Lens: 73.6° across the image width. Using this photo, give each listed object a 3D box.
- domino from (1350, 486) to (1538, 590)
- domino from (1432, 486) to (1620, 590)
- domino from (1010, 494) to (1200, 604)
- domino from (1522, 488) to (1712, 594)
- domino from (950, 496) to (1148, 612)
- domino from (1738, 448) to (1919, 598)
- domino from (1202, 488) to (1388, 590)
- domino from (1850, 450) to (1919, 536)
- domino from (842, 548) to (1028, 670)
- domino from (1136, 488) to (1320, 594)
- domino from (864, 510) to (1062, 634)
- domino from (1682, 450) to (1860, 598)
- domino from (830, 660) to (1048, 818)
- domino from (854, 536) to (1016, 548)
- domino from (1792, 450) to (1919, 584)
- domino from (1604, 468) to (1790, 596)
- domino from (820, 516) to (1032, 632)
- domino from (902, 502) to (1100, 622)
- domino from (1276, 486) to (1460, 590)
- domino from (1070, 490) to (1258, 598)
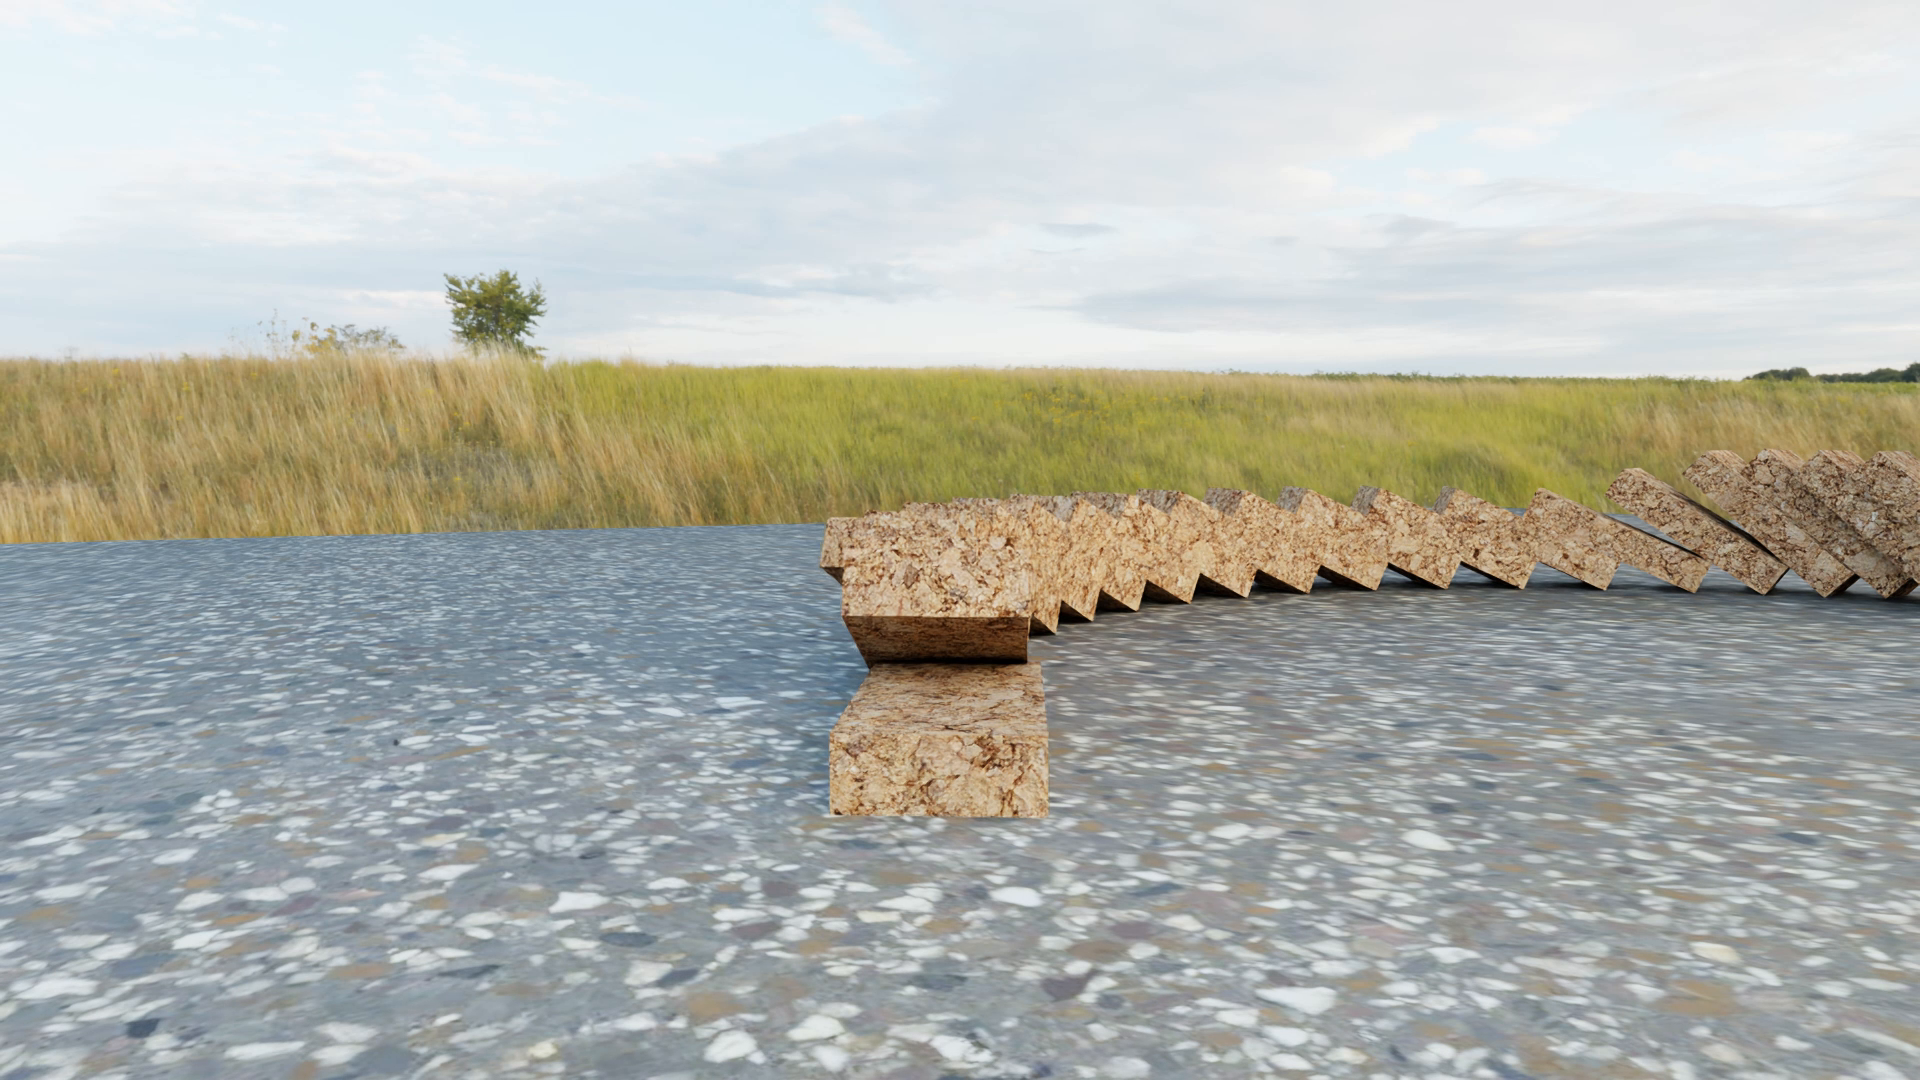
[{"bbox_3d":[0.145,-0.001,0.388,0.050,0.009,0.025,25,5,2],"label":"domino"},{"bbox_3d":[0.170,-0.001,0.388,0.050,0.010,0.025,26,9,9],"label":"domino"},{"bbox_3d":[0.037,0.003,0.336,0.050,0.009,0.025,28,-14,-37],"label":"domino"},{"bbox_3d":[0.196,-0.001,0.385,0.050,0.010,0.025,28,16,22],"label":"domino"},{"bbox_3d":[0.022,0.004,0.318,0.025,0.009,0.050,4,-19,44],"label":"domino"},{"bbox_3d":[0.250,-0.005,0.366,0.025,0.009,0.050,-2,46,-42],"label":"domino"},{"bbox_3d":[0.097,-0.001,0.377,0.050,0.009,0.025,25,-2,-14],"label":"domino"},{"bbox_3d":[0.264,-0.003,0.338,0.025,0.009,0.050,-3,47,-38],"label":"domino"},{"bbox_3d":[-0.002,0.014,0.196,0.025,0.010,0.050,0,-18,3],"label":"domino"},{"bbox_3d":[0.075,0.000,0.368,0.050,0.009,0.025,25,-4,-19],"label":"domino"},{"bbox_3d":[0.001,0.008,0.273,0.025,0.010,0.050,2,-19,25],"label":"domino"},{"bbox_3d":[0.237,-0.006,0.373,0.025,0.009,0.050,-4,48,-45],"label":"domino"},{"bbox_3d":[-0.001,0.025,0.171,0.025,0.010,0.050,0,4,3],"label":"domino"},{"bbox_3d":[-0.003,0.012,0.222,0.025,0.009,0.050,0,-18,3],"label":"domino"},{"bbox_3d":[0.256,-0.004,0.351,0.025,0.010,0.050,-3,47,-38],"label":"domino"},{"bbox_3d":[0.219,-0.003,0.380,0.050,0.010,0.025,41,27,28],"label":"domino"},{"bbox_3d":[-0.005,0.009,0.249,0.025,0.010,0.050,2,-20,20],"label":"domino"},{"bbox_3d":[0.010,0.006,0.296,0.025,0.010,0.050,3,-20,35],"label":"domino"},{"bbox_3d":[0.121,-0.001,0.385,0.050,0.009,0.025,25,3,-4],"label":"domino"},{"bbox_3d":[0.055,0.001,0.353,0.050,0.009,0.025,26,-10,-30],"label":"domino"}]
